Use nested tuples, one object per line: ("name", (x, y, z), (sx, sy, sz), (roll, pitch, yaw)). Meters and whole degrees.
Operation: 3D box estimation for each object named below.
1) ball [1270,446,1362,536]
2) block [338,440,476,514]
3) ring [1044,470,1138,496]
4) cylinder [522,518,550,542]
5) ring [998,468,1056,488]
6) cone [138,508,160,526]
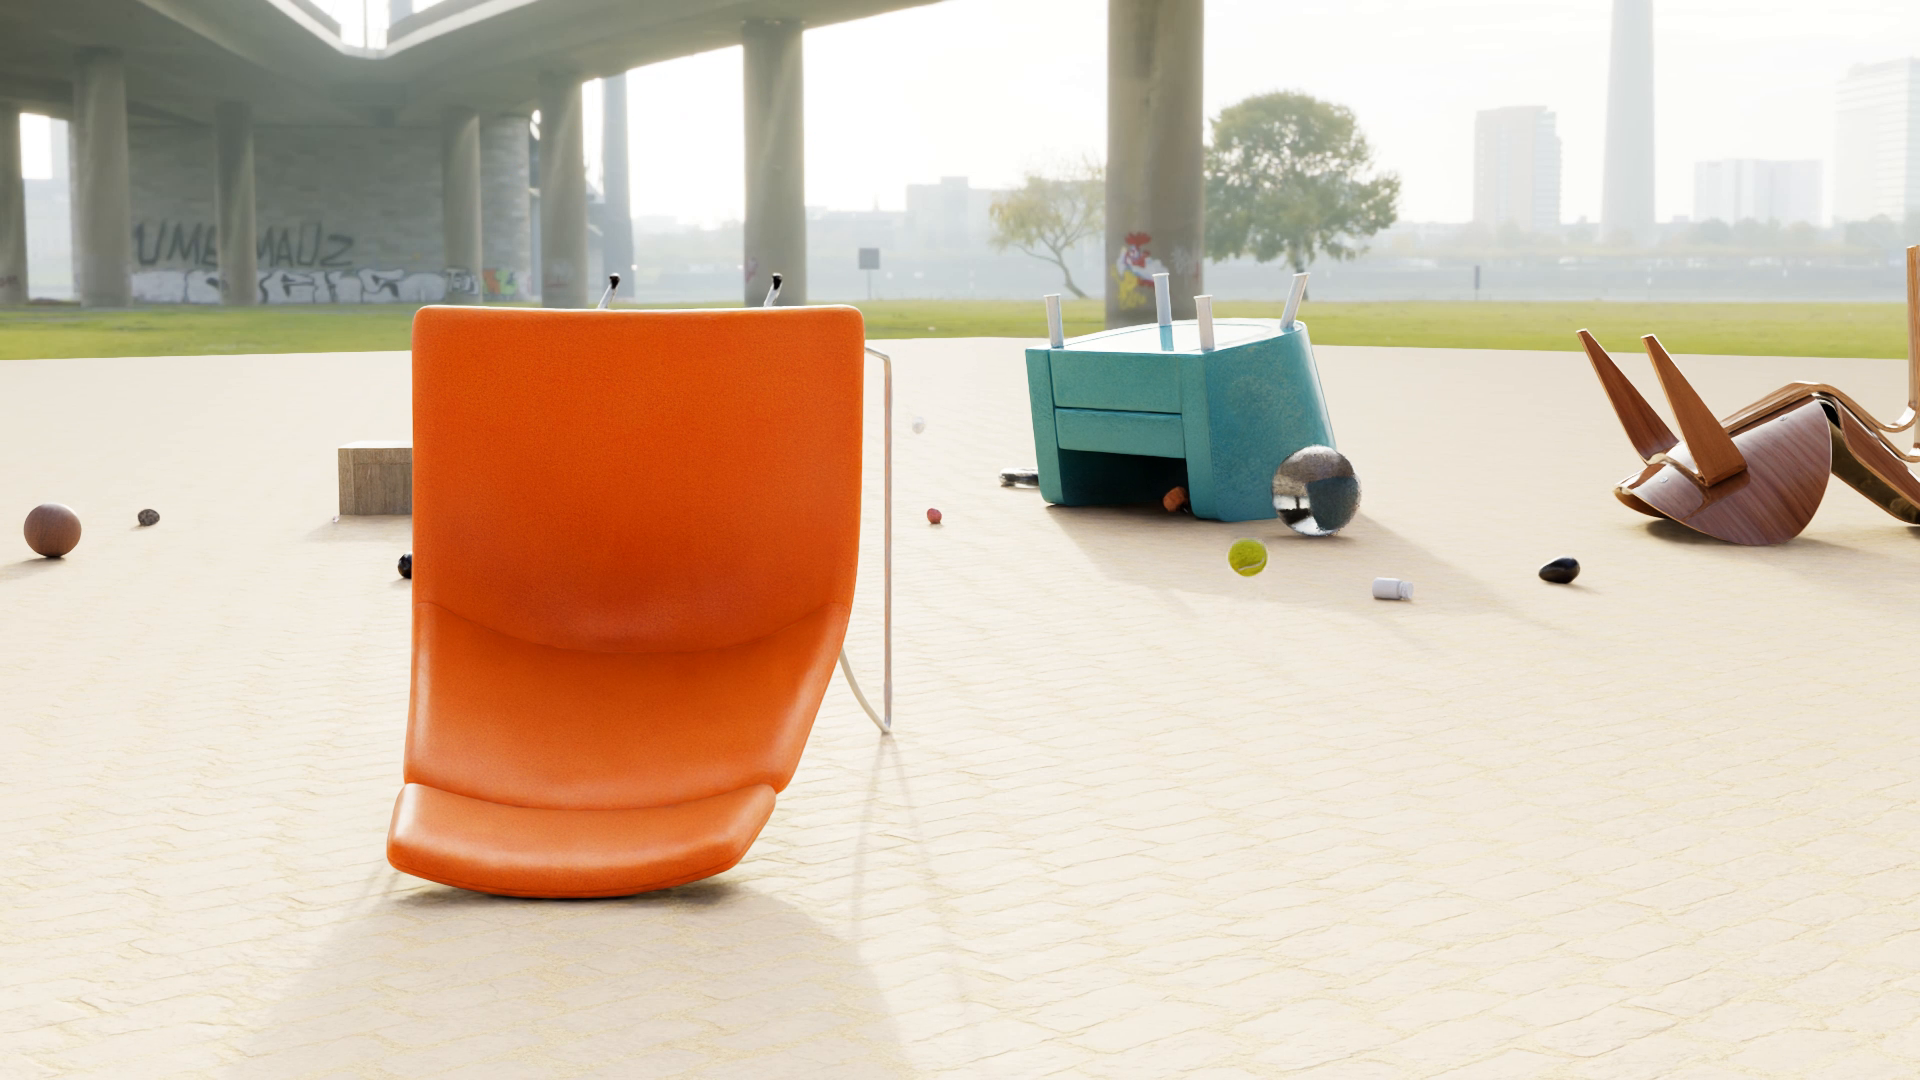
("ball", (0.902, -0.124, 6.496), (0.229, 0.229, 0.229), (0, 6, 0))
("block", (-1.557, -0.178, 7.237), (0.329, 0.186, 0.313), (0, 6, -3))
("ring", (0.400, -0.174, 7.822), (0.272, 0.059, 0.347), (-2, 6, -22))
("cylinder", (-1.060, -0.026, 6.407), (0.057, 0.049, 0.087), (-44, 3, 5))
("ring", (0.218, -0.197, 8.074), (0.181, 0.052, 0.276), (-3, 6, -21))
("cone", (-2.165, -0.052, 6.808), (0.062, 0.047, 0.063), (-8, -11, -40))
